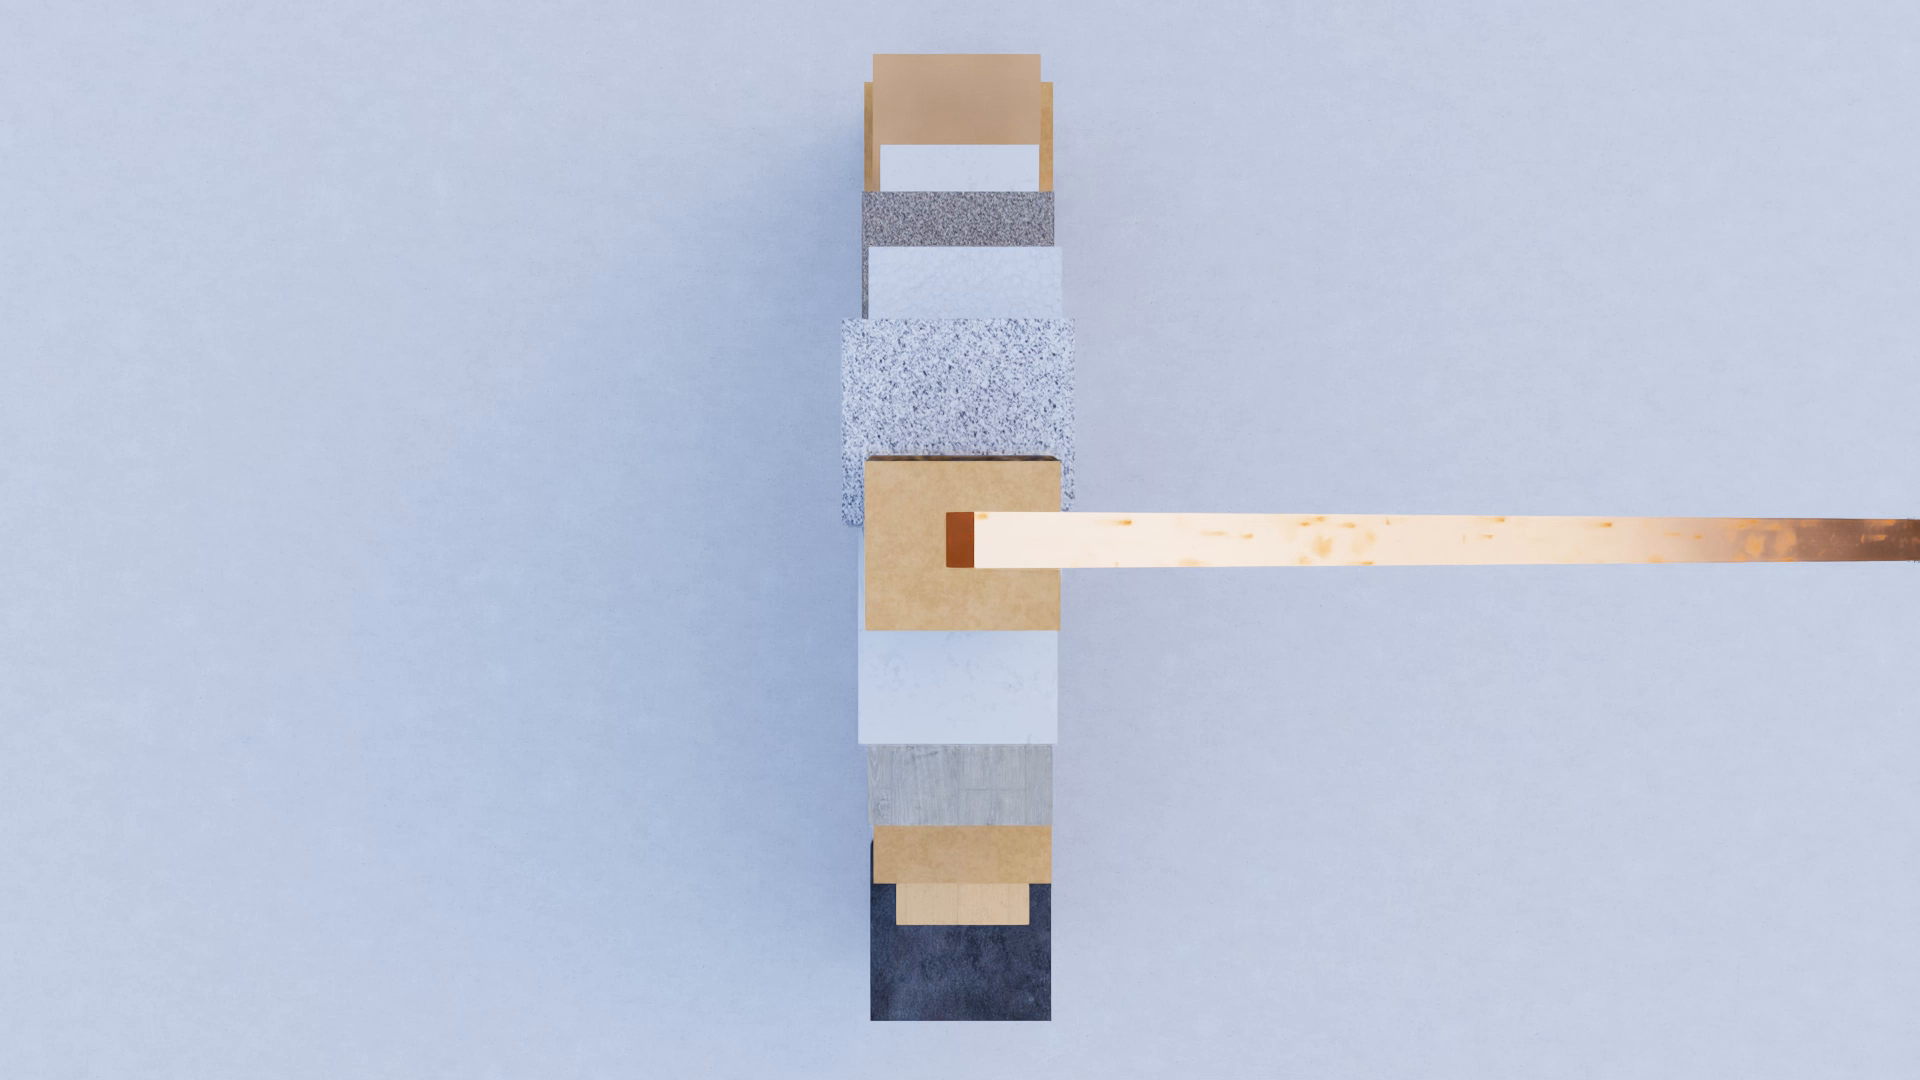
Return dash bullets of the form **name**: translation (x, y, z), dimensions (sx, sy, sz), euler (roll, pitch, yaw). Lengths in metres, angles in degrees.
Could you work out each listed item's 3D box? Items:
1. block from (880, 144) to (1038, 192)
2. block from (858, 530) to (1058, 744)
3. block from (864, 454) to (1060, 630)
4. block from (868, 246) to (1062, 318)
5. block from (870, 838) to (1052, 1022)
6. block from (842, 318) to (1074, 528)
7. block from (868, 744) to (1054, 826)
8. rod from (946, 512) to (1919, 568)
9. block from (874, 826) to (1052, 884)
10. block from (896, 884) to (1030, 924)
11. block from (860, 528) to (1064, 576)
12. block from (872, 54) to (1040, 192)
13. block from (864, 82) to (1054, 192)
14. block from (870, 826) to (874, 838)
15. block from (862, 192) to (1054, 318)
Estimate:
- **block**: translation (-0.002, -1.495, 10.832), dimensions (0.754, 0.737, 0.772), euler (0, 90, 0)
- **block**: translation (-0.007, 0.324, 7.666), dimensions (0.666, 0.628, 0.717), euler (0, 90, 0)
- **block**: translation (0.008, -0.003, 6.875), dimensions (0.585, 0.608, 0.508), euler (0, 94, 0)
- **block**: translation (0.019, -0.683, 8.393), dimensions (0.709, 0.651, 0.783), euler (0, 89, 0)
- **block**: translation (0.004, 2.026, 11.768), dimensions (0.934, 0.883, 0.904), euler (0, 90, 0)
- **block**: translation (-0.006, -0.383, 7.584), dimensions (0.760, 0.808, 0.673), euler (0, 89, 0)
- **block**: translation (0.002, 0.740, 8.566), dimensions (0.691, 0.708, 0.654), euler (0, 90, 0)
- **rod**: translation (2.234, 0.000, 4.471), dimensions (5.200, 0.080, 0.080), euler (0, 90, -31)
- **block**: translation (0.011, 1.093, 9.536), dimensions (0.739, 0.811, 0.664), euler (0, 90, 0)
- **block**: translation (0.014, 1.536, 11.023), dimensions (0.647, 0.609, 0.683), euler (0, 89, 0)
- **block**: translation (0.006, -0.252, 9.160), dimensions (0.805, 0.892, 0.796), euler (0, 89, 0)
- **block**: translation (-0.017, -2.072, 11.633), dimensions (0.855, 0.845, 0.811), euler (0, 90, 0)
- **block**: translation (-0.008, -1.988, 12.528), dimensions (1.036, 0.945, 1.045), euler (0, 90, 0)
- **block**: translation (-0.018, 1.102, 11.870), dimensions (0.909, 0.739, 0.923), euler (0, 90, 0)
- **block**: translation (-0.008, -1.036, 9.330), dimensions (0.784, 0.773, 0.762), euler (0, 90, 0)
